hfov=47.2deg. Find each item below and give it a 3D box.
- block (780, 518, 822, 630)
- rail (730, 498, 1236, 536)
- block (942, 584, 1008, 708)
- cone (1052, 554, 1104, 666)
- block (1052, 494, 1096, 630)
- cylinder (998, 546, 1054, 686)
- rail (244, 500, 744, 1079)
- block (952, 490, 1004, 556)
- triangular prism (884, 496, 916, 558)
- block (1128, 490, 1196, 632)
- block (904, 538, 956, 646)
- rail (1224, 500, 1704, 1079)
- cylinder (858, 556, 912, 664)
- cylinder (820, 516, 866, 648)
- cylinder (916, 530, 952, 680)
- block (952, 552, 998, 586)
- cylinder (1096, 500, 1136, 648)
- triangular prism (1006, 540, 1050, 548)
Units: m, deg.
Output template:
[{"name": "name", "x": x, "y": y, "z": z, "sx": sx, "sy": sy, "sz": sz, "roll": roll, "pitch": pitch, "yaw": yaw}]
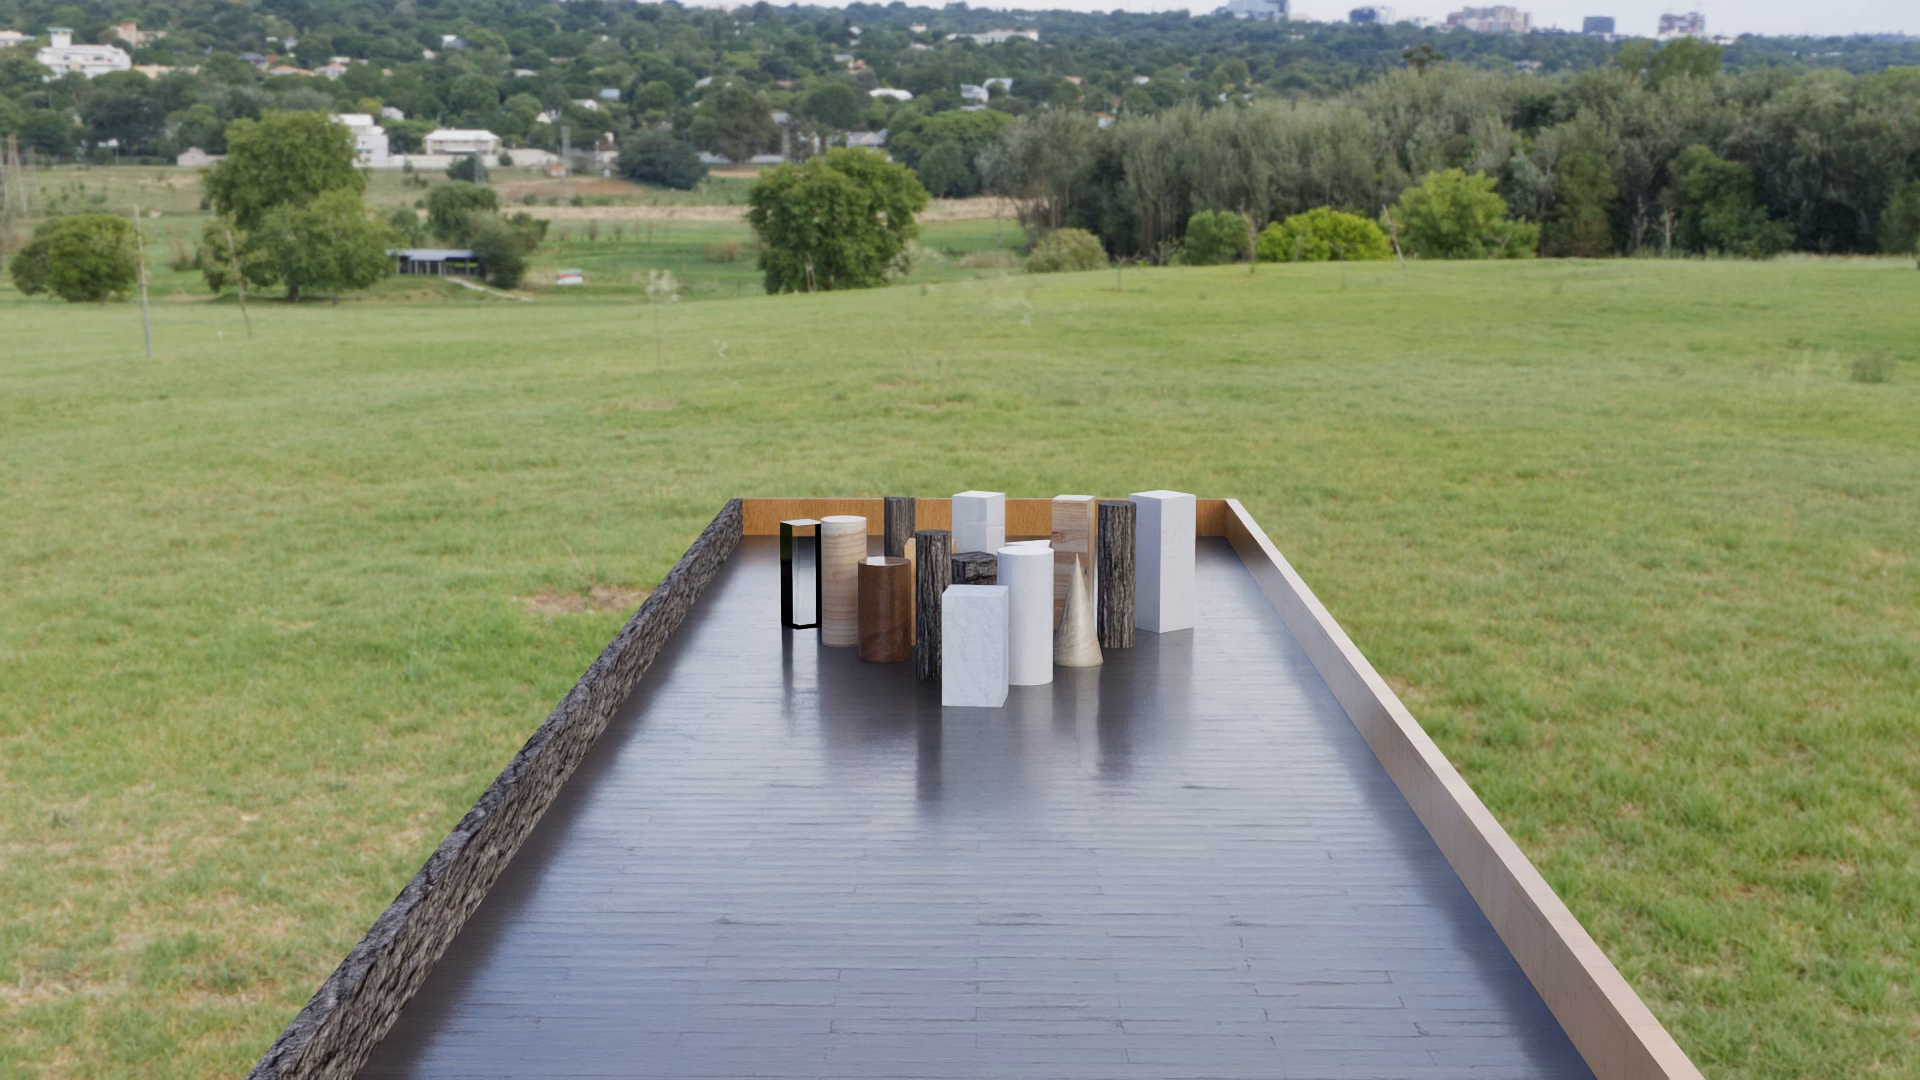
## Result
[{"name": "block", "x": -0.513, "y": 0.112, "z": 7.208, "sx": 0.110, "sy": 0.343, "sz": 0.110, "roll": -6, "pitch": 11, "yaw": -35}, {"name": "rail", "x": 0.099, "y": -0.098, "z": 9.147, "sx": 2.100, "sy": 0.150, "sz": 0.050, "roll": 0, "pitch": 9, "yaw": 1}, {"name": "block", "x": 0.044, "y": 0.294, "z": 6.158, "sx": 0.167, "sy": 0.311, "sz": 0.167, "roll": 1, "pitch": 9, "yaw": 7}, {"name": "cone", "x": 0.353, "y": 0.203, "z": 6.662, "sx": 0.165, "sy": 0.334, "sz": 0.165, "roll": 0, "pitch": 9, "yaw": 0}, {"name": "block", "x": 0.370, "y": 0.073, "z": 7.181, "sx": 0.117, "sy": 0.428, "sz": 0.117, "roll": 3, "pitch": 9, "yaw": 16}, {"name": "cylinder", "x": 0.190, "y": 0.219, "z": 6.407, "sx": 0.164, "sy": 0.383, "sz": 0.164, "roll": 0, "pitch": 9, "yaw": 0}, {"name": "rail", "x": -1.004, "y": 0.839, "z": 3.234, "sx": 0.050, "sy": 0.150, "sz": 12.000, "roll": 0, "pitch": 9, "yaw": 1}, {"name": "block", "x": 0.060, "y": 0.068, "z": 7.181, "sx": 0.127, "sy": 0.438, "sz": 0.127, "roll": 5, "pitch": 10, "yaw": 28}, {"name": "triangular prism", "x": -0.216, "y": 0.070, "z": 7.218, "sx": 0.091, "sy": 0.422, "sz": 0.105, "roll": 9, "pitch": 13, "yaw": 44}, {"name": "block", "x": 0.658, "y": 0.068, "z": 7.185, "sx": 0.154, "sy": 0.438, "sz": 0.154, "roll": -7, "pitch": 11, "yaw": -38}, {"name": "block", "x": -0.093, "y": 0.164, "z": 6.960, "sx": 0.150, "sy": 0.318, "sz": 0.150, "roll": 1, "pitch": 9, "yaw": 4}, {"name": "rail", "x": 1.046, "y": 0.843, "z": 3.208, "sx": 0.050, "sy": 0.150, "sz": 12.000, "roll": 0, "pitch": 9, "yaw": 1}, {"name": "cylinder", "x": -0.230, "y": 0.213, "z": 6.707, "sx": 0.163, "sy": 0.301, "sz": 0.163, "roll": 0, "pitch": 9, "yaw": 0}, {"name": "cylinder", "x": -0.365, "y": 0.129, "z": 6.927, "sx": 0.144, "sy": 0.396, "sz": 0.144, "roll": 0, "pitch": 9, "yaw": 0}, {"name": "cylinder", "x": -0.077, "y": 0.190, "z": 6.435, "sx": 0.106, "sy": 0.430, "sz": 0.106, "roll": 0, "pitch": 9, "yaw": 0}, {"name": "block", "x": 0.039, "y": 0.206, "z": 6.706, "sx": 0.150, "sy": 0.315, "sz": 0.150, "roll": -6, "pitch": 11, "yaw": -32}, {"name": "cylinder", "x": 0.491, "y": 0.107, "z": 6.899, "sx": 0.119, "sy": 0.449, "sz": 0.119, "roll": 0, "pitch": 9, "yaw": 0}, {"name": "triangular prism", "x": 0.244, "y": 0.165, "z": 6.955, "sx": 0.156, "sy": 0.317, "sz": 0.135, "roll": 6, "pitch": 11, "yaw": 35}]
